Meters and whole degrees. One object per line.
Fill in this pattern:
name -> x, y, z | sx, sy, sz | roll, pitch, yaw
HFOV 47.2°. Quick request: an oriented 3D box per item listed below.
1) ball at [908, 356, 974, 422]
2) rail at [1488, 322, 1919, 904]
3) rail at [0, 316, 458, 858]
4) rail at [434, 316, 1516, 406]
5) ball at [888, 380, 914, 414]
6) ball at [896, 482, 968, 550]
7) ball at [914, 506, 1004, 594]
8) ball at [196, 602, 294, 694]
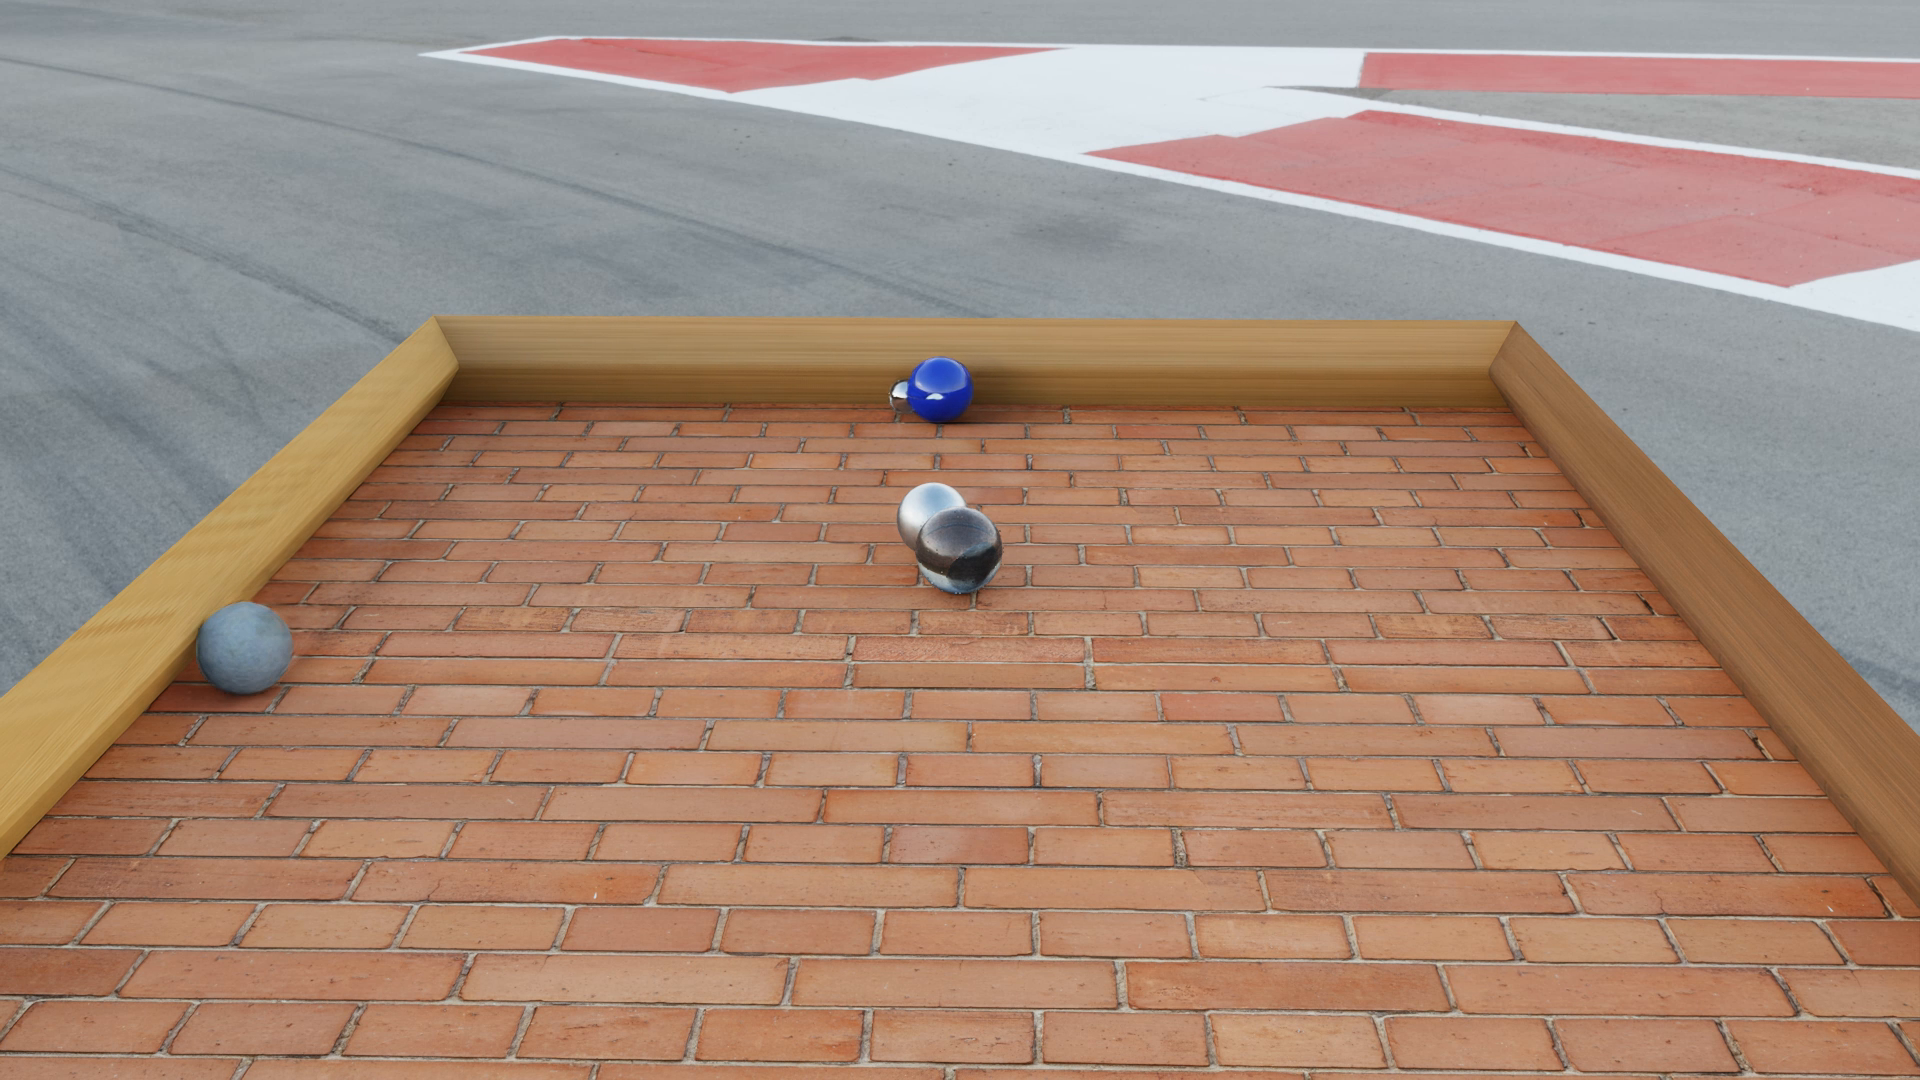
ball -> -0.027, -0.216, 3.154 | 0.095, 0.095, 0.095 | 0, 19, 0
rail -> 0.754, 0.224, 1.788 | 0.045, 0.129, 3.033 | 0, 19, 1
rail -> -0.788, 0.213, 1.821 | 0.045, 0.129, 3.033 | 0, 19, 1
rail -> 0.017, -0.256, 3.219 | 1.590, 0.129, 0.045 | 0, 19, 1
ball -> -0.079, -0.210, 3.209 | 0.050, 0.050, 0.050 | 0, 19, 0
ball -> -0.031, -0.024, 2.595 | 0.088, 0.088, 0.088 | 0, 19, 0
ball -> -0.001, 0.011, 2.471 | 0.099, 0.099, 0.099 | 0, 19, 0
ball -> -0.714, 0.108, 2.195 | 0.092, 0.092, 0.092 | 0, 19, 0
